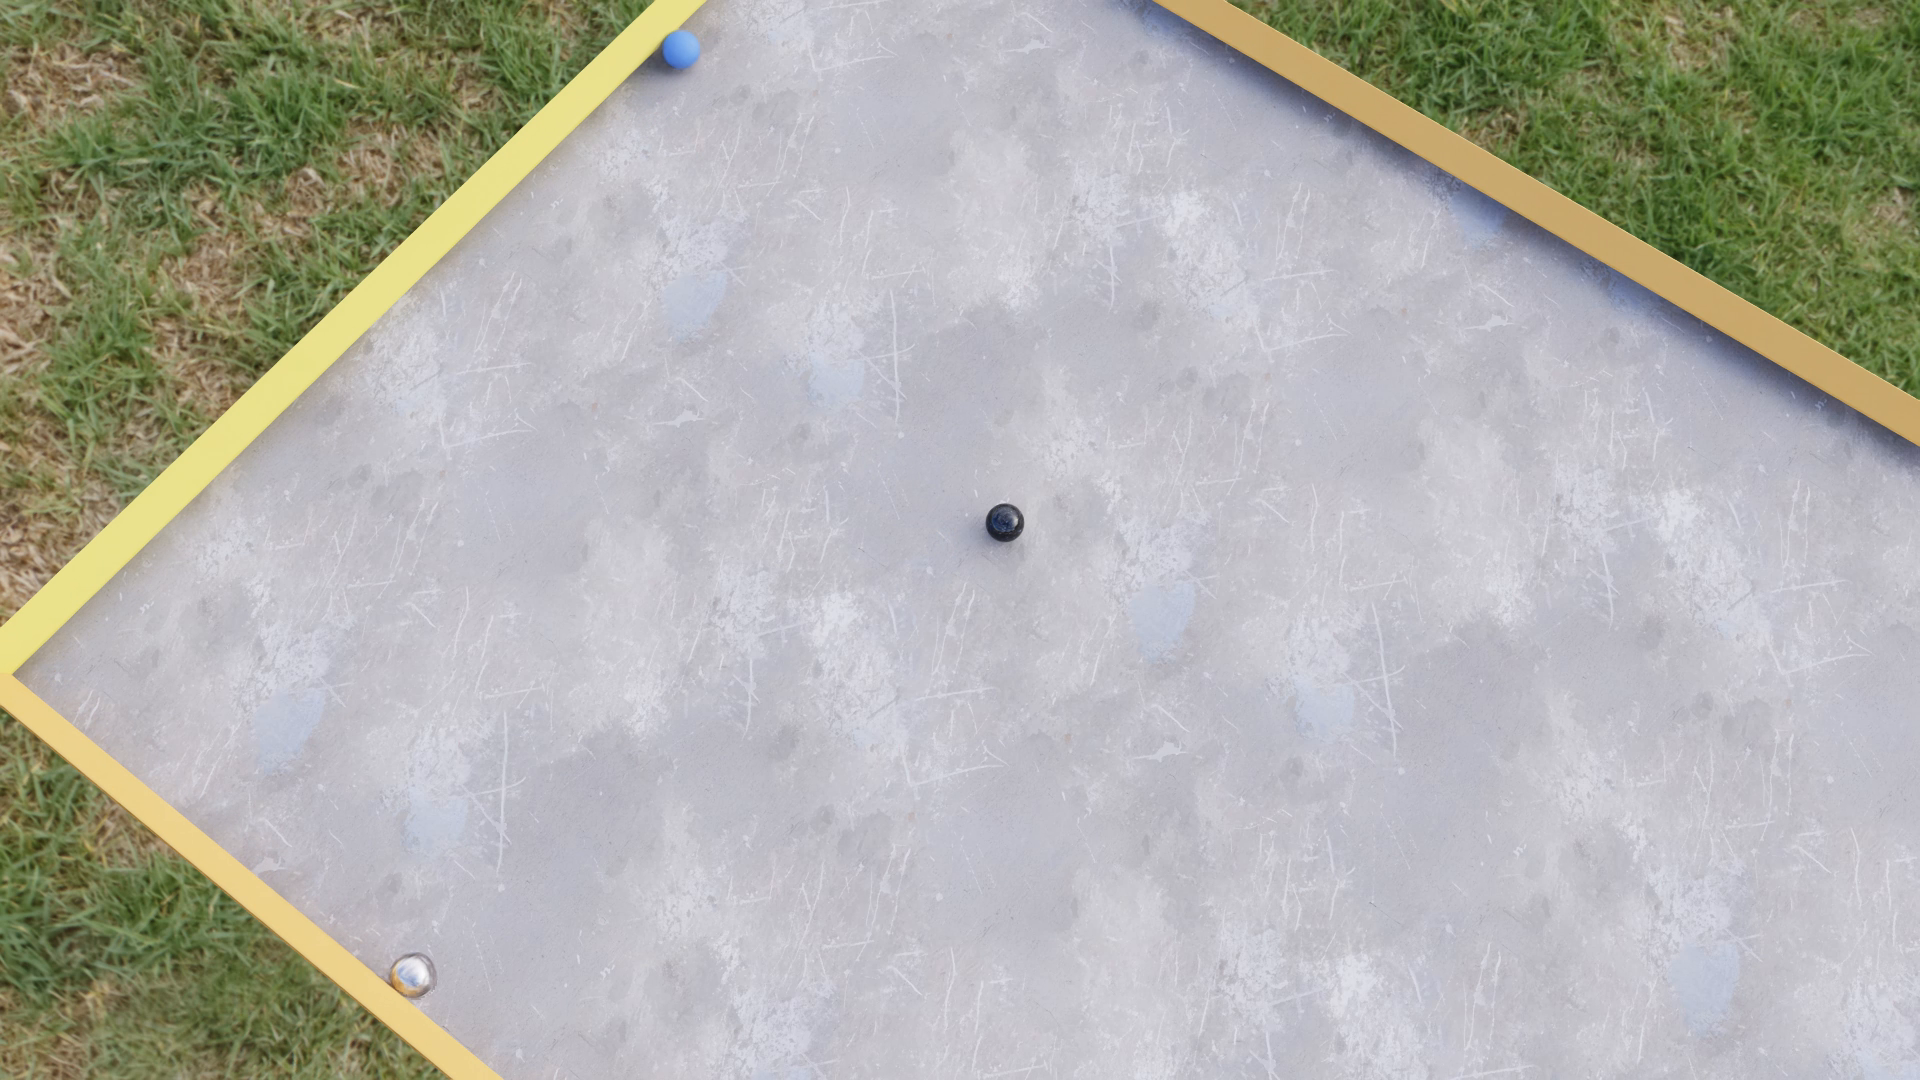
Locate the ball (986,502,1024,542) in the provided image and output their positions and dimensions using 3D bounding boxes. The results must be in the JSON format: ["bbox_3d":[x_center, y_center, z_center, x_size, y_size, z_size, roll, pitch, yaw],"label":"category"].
[{"bbox_3d":[0.074,-0.029,3.625,0.065,0.065,0.065,0,64,0],"label":"ball"}]

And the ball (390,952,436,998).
[{"bbox_3d":[-0.818,0.650,3.287,0.069,0.069,0.069,0,64,0],"label":"ball"}]

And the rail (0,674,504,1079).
[{"bbox_3d":[0.191,1.396,2.906,4.393,0.089,0.045,34,68,16],"label":"rail"}]

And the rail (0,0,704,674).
[{"bbox_3d":[-0.855,-0.588,3.888,0.045,0.089,2.305,34,68,16],"label":"rail"}]

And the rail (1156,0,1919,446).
[{"bbox_3d":[1.558,-0.215,3.703,4.393,0.089,0.045,34,68,16],"label":"rail"}]

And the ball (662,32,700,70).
[{"bbox_3d":[-0.514,-0.903,4.056,0.069,0.069,0.069,0,64,0],"label":"ball"}]
